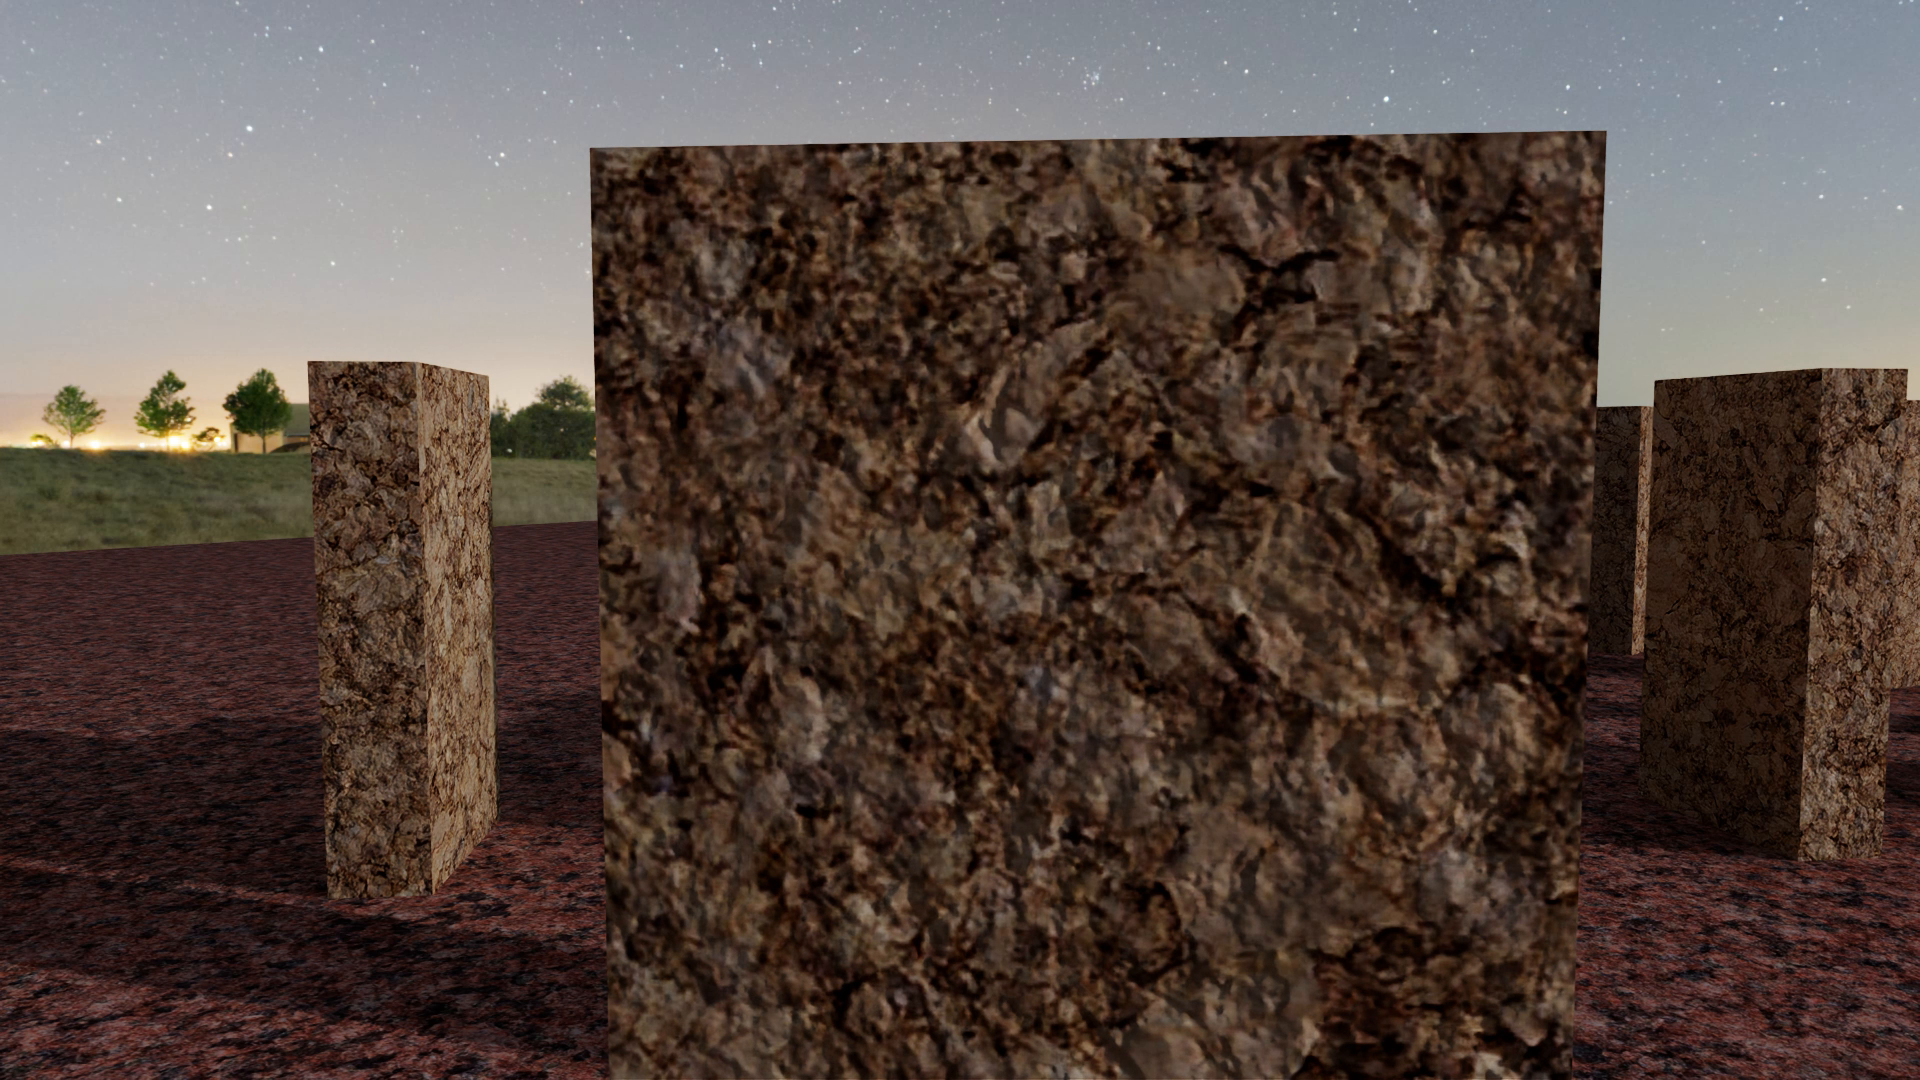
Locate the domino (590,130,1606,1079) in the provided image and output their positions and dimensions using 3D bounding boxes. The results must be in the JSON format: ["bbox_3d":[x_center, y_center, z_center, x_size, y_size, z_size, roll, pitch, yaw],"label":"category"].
[{"bbox_3d":[0.003,0.015,0.038,0.025,0.050,0.010,0,4,4],"label":"domino"}]

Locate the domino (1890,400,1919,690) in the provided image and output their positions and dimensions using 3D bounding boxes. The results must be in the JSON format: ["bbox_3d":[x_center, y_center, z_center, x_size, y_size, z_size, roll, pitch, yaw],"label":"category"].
[{"bbox_3d":[0.168,0.000,0.229,0.025,0.050,0.009,-2,5,-24],"label":"domino"}]

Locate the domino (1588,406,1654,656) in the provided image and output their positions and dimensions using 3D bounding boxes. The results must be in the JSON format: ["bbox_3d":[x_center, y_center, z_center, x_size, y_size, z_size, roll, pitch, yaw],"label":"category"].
[{"bbox_3d":[0.141,-0.003,0.268,0.025,0.050,0.009,-4,6,-44],"label":"domino"}]

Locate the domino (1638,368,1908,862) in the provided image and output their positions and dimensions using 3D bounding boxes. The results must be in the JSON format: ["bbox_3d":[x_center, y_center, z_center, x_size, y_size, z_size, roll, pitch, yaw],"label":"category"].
[{"bbox_3d":[0.089,0.007,0.142,0.009,0.050,0.025,-1,4,-7],"label":"domino"}]

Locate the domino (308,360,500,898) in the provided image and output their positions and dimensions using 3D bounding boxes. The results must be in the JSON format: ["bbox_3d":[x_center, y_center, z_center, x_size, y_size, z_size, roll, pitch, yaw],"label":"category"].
[{"bbox_3d":[-0.056,0.008,0.131,0.010,0.050,0.025,0,4,-6],"label":"domino"}]
